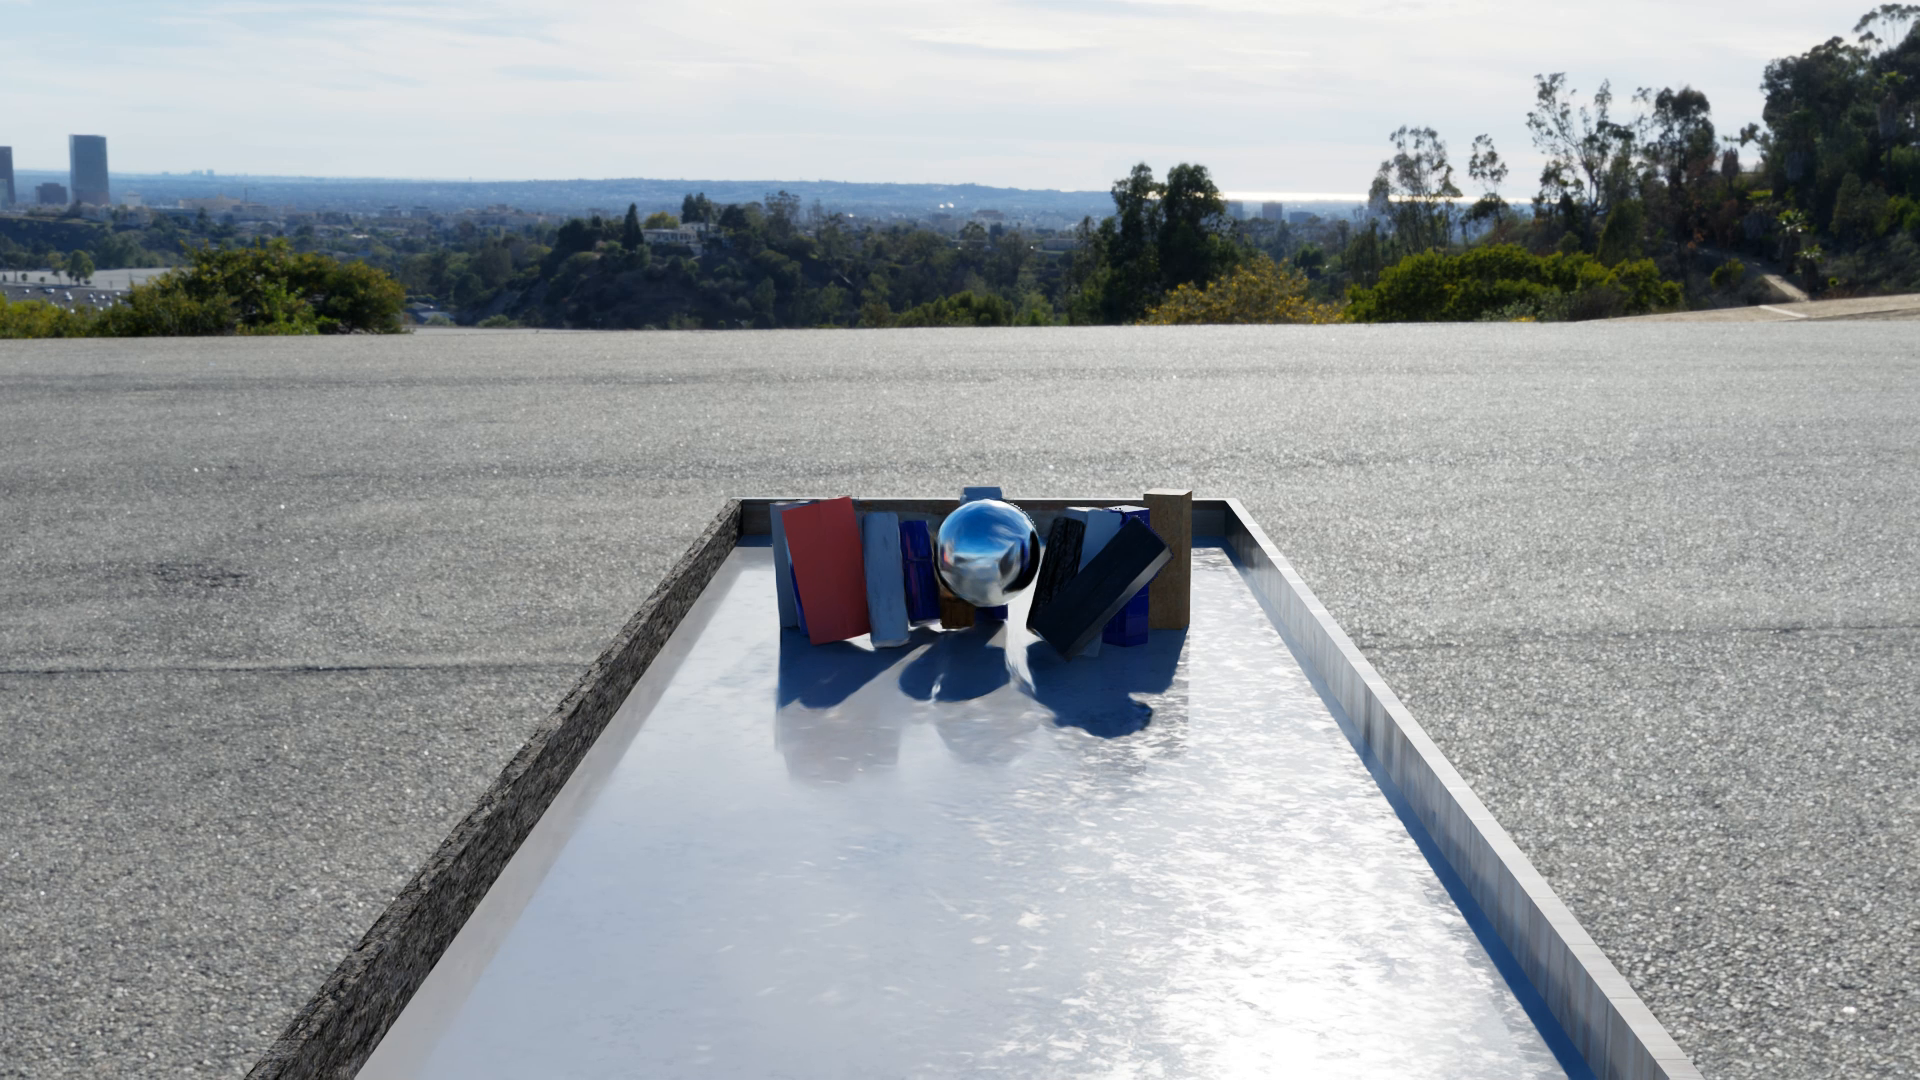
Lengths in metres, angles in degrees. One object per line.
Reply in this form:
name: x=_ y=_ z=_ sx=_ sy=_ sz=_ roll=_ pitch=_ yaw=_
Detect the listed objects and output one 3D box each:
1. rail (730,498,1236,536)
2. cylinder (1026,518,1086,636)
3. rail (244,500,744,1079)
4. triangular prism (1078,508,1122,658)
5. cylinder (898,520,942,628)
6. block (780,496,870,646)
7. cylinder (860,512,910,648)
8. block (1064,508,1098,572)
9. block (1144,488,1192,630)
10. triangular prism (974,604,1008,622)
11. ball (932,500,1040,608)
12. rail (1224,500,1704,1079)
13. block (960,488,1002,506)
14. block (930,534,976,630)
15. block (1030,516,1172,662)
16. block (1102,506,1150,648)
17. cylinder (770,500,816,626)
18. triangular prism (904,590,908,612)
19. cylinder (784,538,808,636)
rail: x=0.099 y=-0.098 z=9.147 sx=2.100 sy=0.150 sz=0.050 roll=0 pitch=9 yaw=1
cylinder: x=0.311 y=0.122 z=7.032 sx=0.120 sy=0.374 sz=0.120 roll=13 pitch=-21 yaw=5
rail: x=-1.004 y=0.839 z=3.234 sx=0.050 sy=0.150 sz=12.000 roll=0 pitch=9 yaw=1
triangular prism: x=0.401 y=0.132 z=6.754 sx=0.103 sy=0.444 sz=0.089 roll=11 pitch=-4 yaw=-9
cylinder: x=-0.135 y=0.110 z=7.204 sx=0.104 sy=0.336 sz=0.104 roll=-8 pitch=-15 yaw=-2
block: x=-0.406 y=0.097 z=6.922 sx=0.160 sy=0.433 sz=0.160 roll=-13 pitch=0 yaw=37
cylinder: x=-0.236 y=0.124 z=6.881 sx=0.121 sy=0.407 sz=0.121 roll=-6 pitch=-14 yaw=-1
block: x=0.418 y=0.089 z=7.215 sx=0.127 sy=0.375 sz=0.127 roll=1 pitch=7 yaw=-35
block: x=0.678 y=0.061 z=7.206 sx=0.132 sy=0.444 sz=0.132 roll=3 pitch=10 yaw=19
triangular prism: x=0.108 y=0.078 z=7.294 sx=0.099 sy=0.378 sz=0.114 roll=2 pitch=-9 yaw=-36
ball: x=0.086 y=0.043 z=7.049 sx=0.346 sy=0.346 sz=0.346 roll=0 pitch=9 yaw=0
rail: x=1.046 y=0.843 z=3.208 sx=0.050 sy=0.150 sz=12.000 roll=0 pitch=9 yaw=1
block: x=0.077 y=0.038 z=7.385 sx=0.122 sy=0.416 sz=0.122 roll=-1 pitch=-7 yaw=-7
block: x=-0.042 y=0.133 z=7.313 sx=0.105 sy=0.105 sz=0.407 roll=-3 pitch=33 yaw=-11
block: x=0.424 y=0.151 z=6.613 sx=0.138 sy=0.452 sz=0.138 roll=43 pitch=-3 yaw=17
block: x=0.521 y=0.113 z=6.925 sx=0.104 sy=0.429 sz=0.104 roll=-8 pitch=12 yaw=-42
cylinder: x=-0.531 y=0.076 z=7.208 sx=0.152 sy=0.397 sz=0.152 roll=-5 pitch=3 yaw=0
triangular prism: x=-0.223 y=0.092 z=7.241 sx=0.107 sy=0.346 sz=0.124 roll=-7 pitch=-7 yaw=-30
cylinder: x=-0.481 y=0.141 z=7.060 sx=0.115 sy=0.316 sz=0.115 roll=-9 pitch=3 yaw=0
